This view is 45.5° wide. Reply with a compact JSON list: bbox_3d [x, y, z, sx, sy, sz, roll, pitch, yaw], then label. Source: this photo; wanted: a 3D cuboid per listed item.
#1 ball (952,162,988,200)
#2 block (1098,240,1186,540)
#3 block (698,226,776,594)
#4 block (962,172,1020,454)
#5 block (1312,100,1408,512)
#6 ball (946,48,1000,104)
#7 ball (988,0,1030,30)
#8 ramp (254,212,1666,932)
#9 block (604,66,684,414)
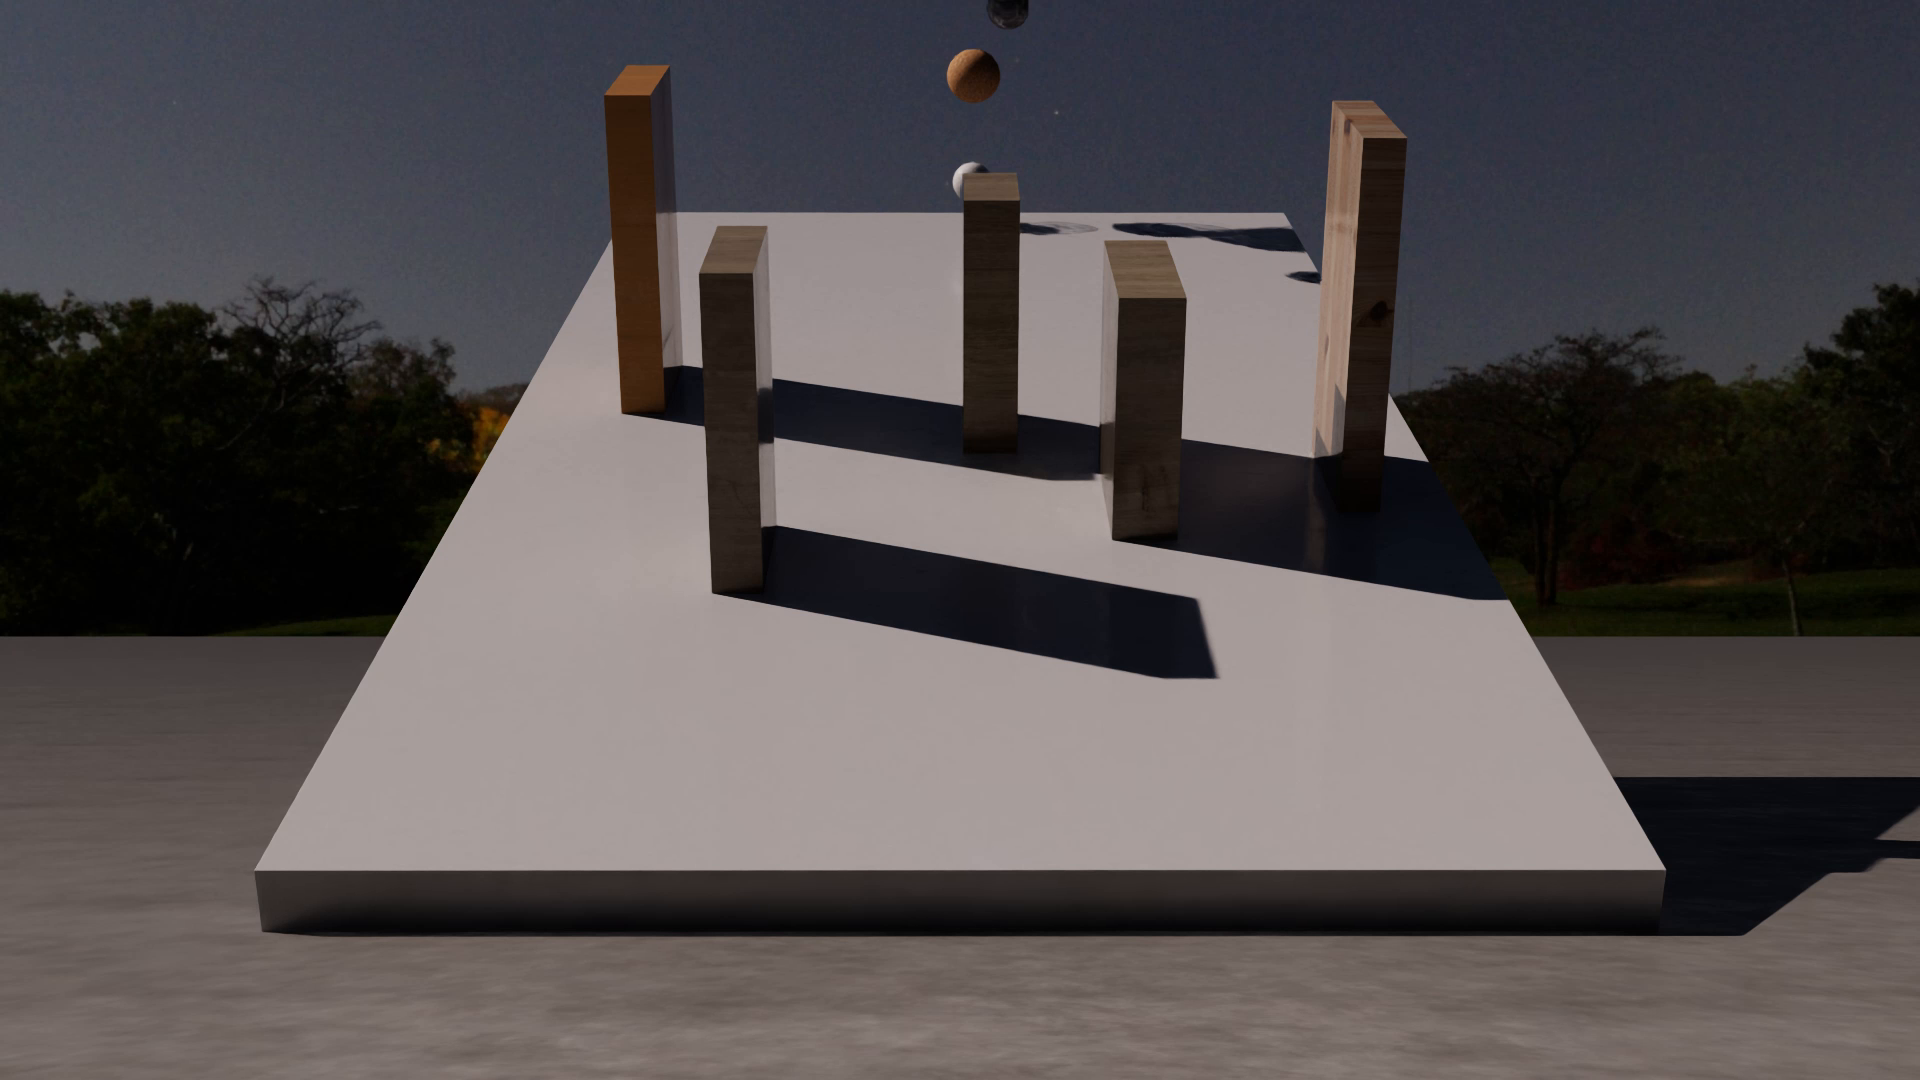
[{"bbox_3d":[0.036,-1.063,6.795,0.117,0.117,0.117,0,-2,0],"label":"ball"},{"bbox_3d":[0.357,-0.305,4.546,0.127,0.484,0.439,0,21,0],"label":"block"},{"bbox_3d":[-0.406,-0.245,4.231,0.094,0.601,0.346,0,21,0],"label":"block"},{"bbox_3d":[0.065,-0.490,4.927,0.116,0.550,0.265,0,21,0],"label":"block"},{"bbox_3d":[0.798,-0.474,4.612,0.083,0.752,0.375,0,21,0],"label":"block"},{"bbox_3d":[0.041,-1.388,6.843,0.159,0.159,0.159,0,-2,0],"label":"ball"},{"bbox_3d":[0.144,-1.592,6.848,0.126,0.126,0.126,0,-2,0],"label":"ball"},{"bbox_3d":[-0.006,-0.218,5.120,2.000,0.100,4.000,0,21,0],"label":"ramp"},{"bbox_3d":[-0.712,-0.685,5.191,0.098,0.715,0.371,0,21,0],"label":"block"}]
